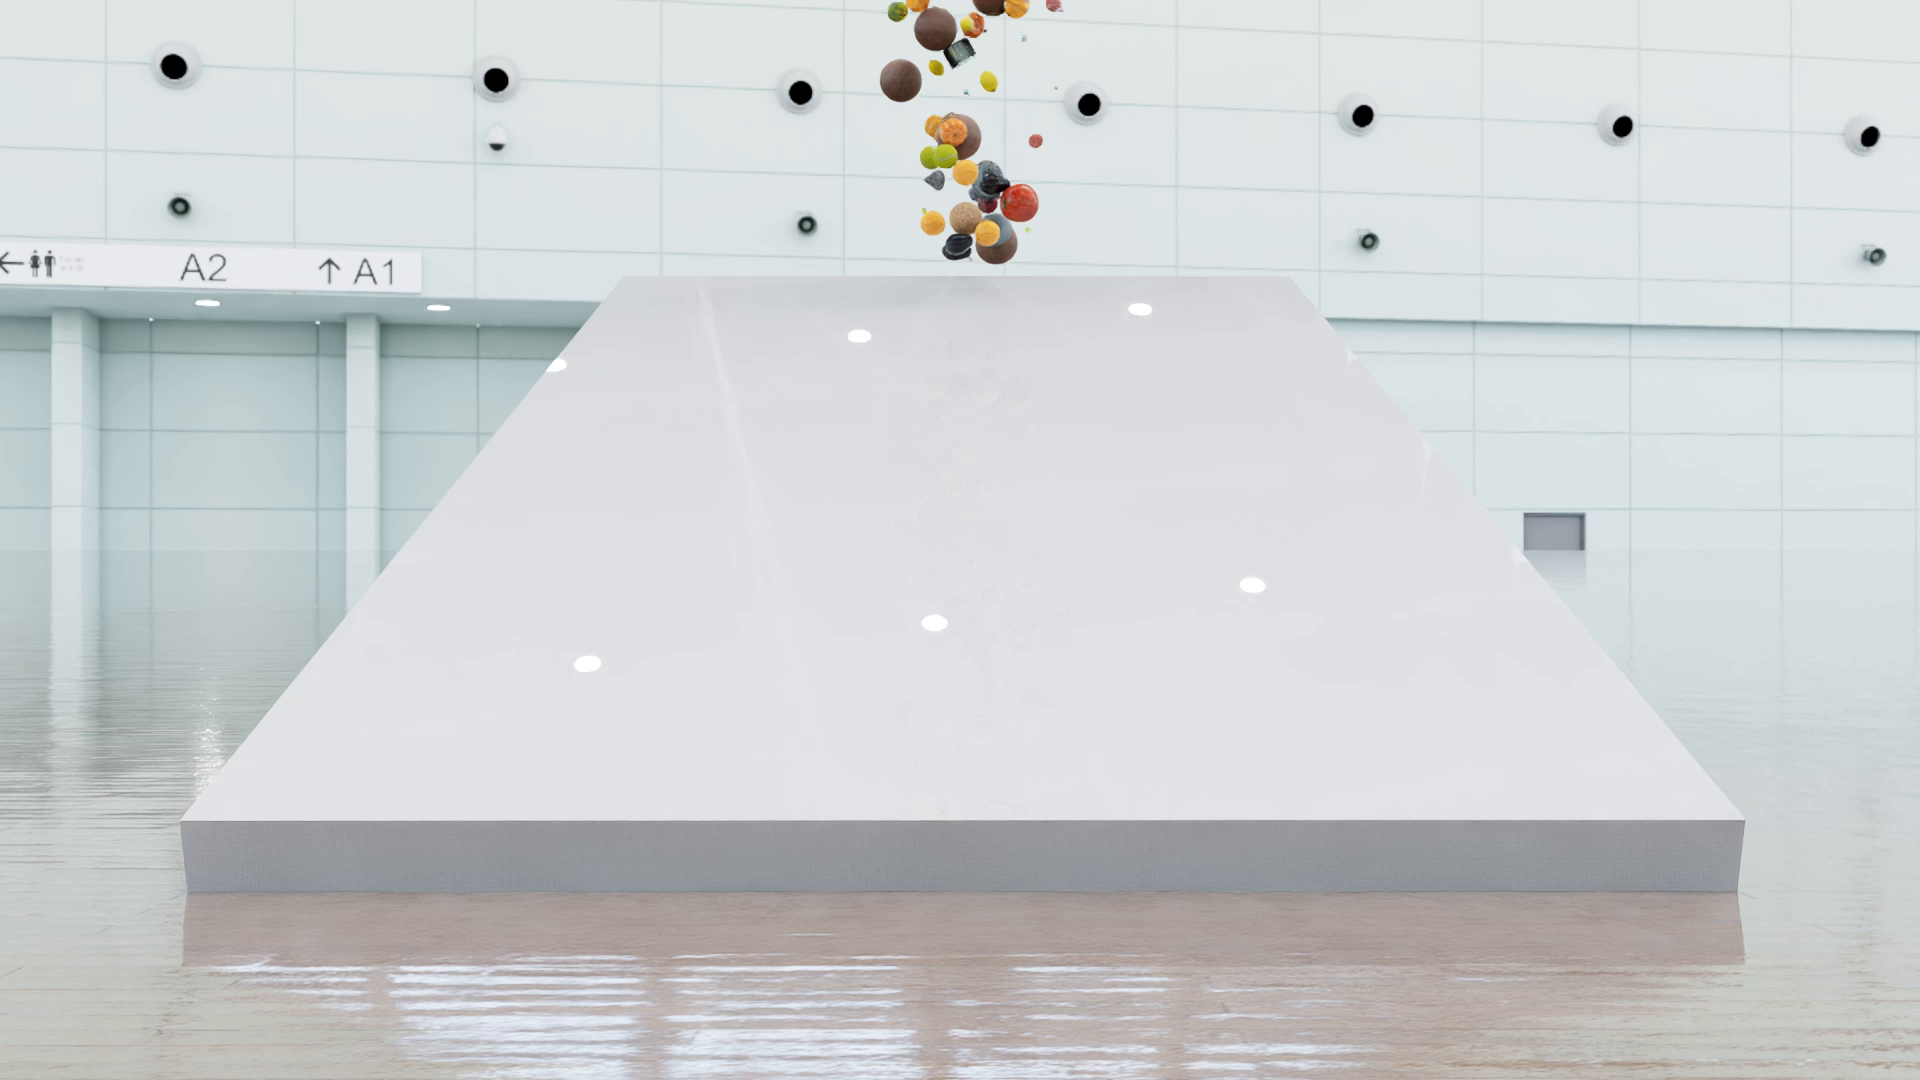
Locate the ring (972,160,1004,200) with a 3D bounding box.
[{"bbox_3d":[0.081,-1.053,6.491,0.116,0.116,0.039,0,3,-41],"label":"ring"}]

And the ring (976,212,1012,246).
[{"bbox_3d":[0.101,-0.921,6.579,0.109,0.109,0.036,0,-20,7],"label":"ring"}]

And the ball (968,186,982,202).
[{"bbox_3d":[0.051,-1.031,6.587,0.050,0.050,0.050,0,0,0],"label":"ball"}]

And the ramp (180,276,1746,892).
[{"bbox_3d":[-0.003,-0.170,4.762,2.000,0.100,4.000,0,17,0],"label":"ramp"}]

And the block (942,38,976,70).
[{"bbox_3d":[-0.002,-1.452,6.613,0.060,0.060,0.060,-34,5,-32],"label":"block"}]

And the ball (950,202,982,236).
[{"bbox_3d":[0.016,-0.911,6.281,0.094,0.094,0.094,0,0,0],"label":"ball"}]

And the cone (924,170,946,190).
[{"bbox_3d":[-0.087,-1.055,6.495,0.061,0.061,0.061,-6,4,-41],"label":"cone"}]
